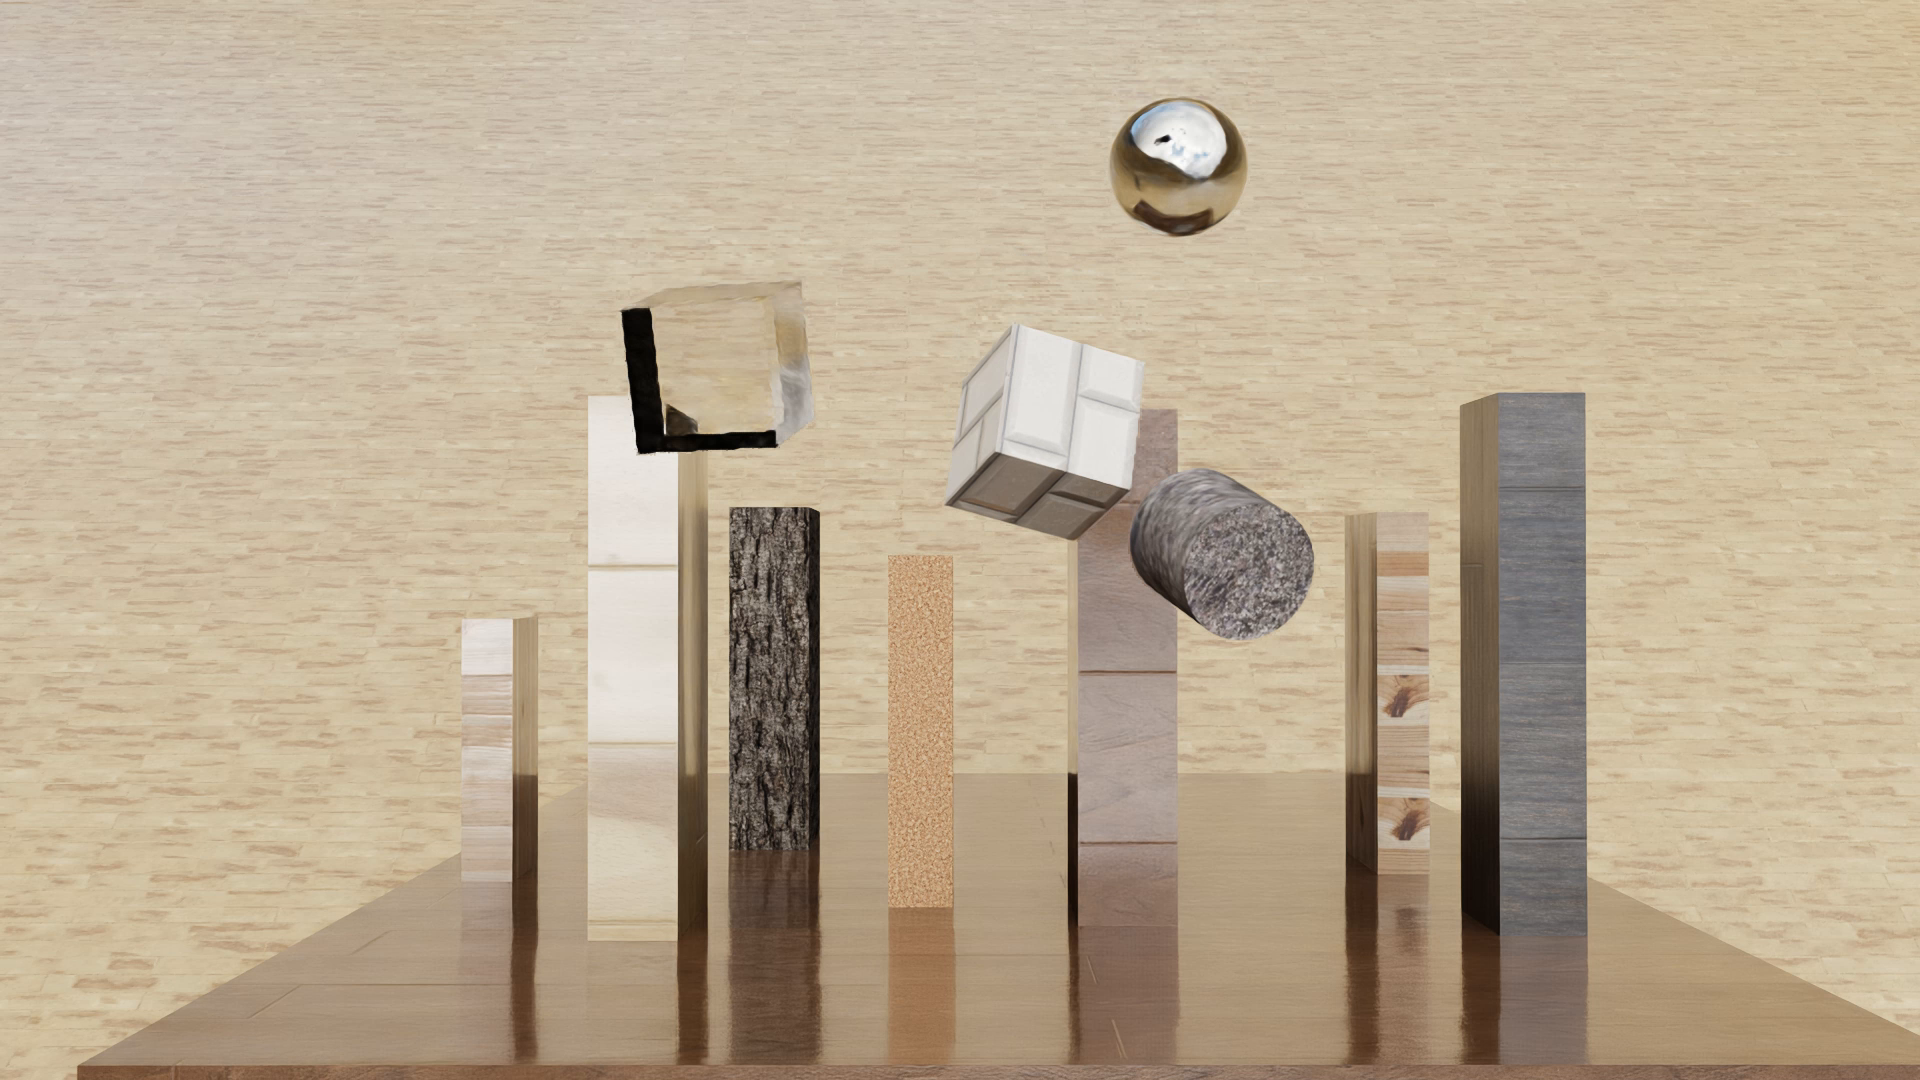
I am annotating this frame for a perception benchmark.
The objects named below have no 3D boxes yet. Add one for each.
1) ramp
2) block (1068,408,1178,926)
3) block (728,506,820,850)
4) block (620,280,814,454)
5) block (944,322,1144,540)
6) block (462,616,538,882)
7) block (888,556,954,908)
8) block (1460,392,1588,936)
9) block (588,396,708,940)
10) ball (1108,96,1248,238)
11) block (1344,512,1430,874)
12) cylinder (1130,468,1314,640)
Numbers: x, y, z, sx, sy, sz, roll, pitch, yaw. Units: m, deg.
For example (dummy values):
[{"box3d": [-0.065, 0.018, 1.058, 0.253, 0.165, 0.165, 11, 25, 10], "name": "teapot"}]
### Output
[{"box3d": [0.071, 0.628, 4.723, 2.000, 0.100, 4.000, 0, -1, 0], "name": "ramp"}, {"box3d": [0.246, 0.189, 3.985, 0.146, 0.759, 0.364, 0, -1, 0], "name": "block"}, {"box3d": [-0.358, 0.262, 5.048, 0.150, 0.642, 0.384, 0, -1, 0], "name": "block"}, {"box3d": [-0.234, -0.170, 2.533, 0.140, 0.140, 0.140, -2, 13, 13], "name": "block"}, {"box3d": [0.102, -0.128, 3.140, 0.172, 0.172, 0.172, 15, 64, -16], "name": "block"}, {"box3d": [-0.795, 0.355, 4.485, 0.086, 0.441, 0.264, 0, -1, 0], "name": "block"}, {"box3d": [-0.061, 0.298, 4.173, 0.100, 0.545, 0.306, 0, -1, 0], "name": "block"}, {"box3d": [0.832, 0.179, 3.842, 0.125, 0.775, 0.285, 0, -1, 0], "name": "block"}, {"box3d": [-0.461, 0.183, 3.876, 0.127, 0.768, 0.439, 0, -1, 0], "name": "block"}, {"box3d": [0.226, -0.386, 2.687, 0.145, 0.145, 0.145, 0, 32, 0], "name": "ball"}, {"box3d": [0.763, 0.265, 4.644, 0.089, 0.623, 0.372, 0, -1, 0], "name": "block"}, {"box3d": [0.293, 0.015, 2.917, 0.156, 0.156, 0.156, -11, 19, -16], "name": "cylinder"}]
